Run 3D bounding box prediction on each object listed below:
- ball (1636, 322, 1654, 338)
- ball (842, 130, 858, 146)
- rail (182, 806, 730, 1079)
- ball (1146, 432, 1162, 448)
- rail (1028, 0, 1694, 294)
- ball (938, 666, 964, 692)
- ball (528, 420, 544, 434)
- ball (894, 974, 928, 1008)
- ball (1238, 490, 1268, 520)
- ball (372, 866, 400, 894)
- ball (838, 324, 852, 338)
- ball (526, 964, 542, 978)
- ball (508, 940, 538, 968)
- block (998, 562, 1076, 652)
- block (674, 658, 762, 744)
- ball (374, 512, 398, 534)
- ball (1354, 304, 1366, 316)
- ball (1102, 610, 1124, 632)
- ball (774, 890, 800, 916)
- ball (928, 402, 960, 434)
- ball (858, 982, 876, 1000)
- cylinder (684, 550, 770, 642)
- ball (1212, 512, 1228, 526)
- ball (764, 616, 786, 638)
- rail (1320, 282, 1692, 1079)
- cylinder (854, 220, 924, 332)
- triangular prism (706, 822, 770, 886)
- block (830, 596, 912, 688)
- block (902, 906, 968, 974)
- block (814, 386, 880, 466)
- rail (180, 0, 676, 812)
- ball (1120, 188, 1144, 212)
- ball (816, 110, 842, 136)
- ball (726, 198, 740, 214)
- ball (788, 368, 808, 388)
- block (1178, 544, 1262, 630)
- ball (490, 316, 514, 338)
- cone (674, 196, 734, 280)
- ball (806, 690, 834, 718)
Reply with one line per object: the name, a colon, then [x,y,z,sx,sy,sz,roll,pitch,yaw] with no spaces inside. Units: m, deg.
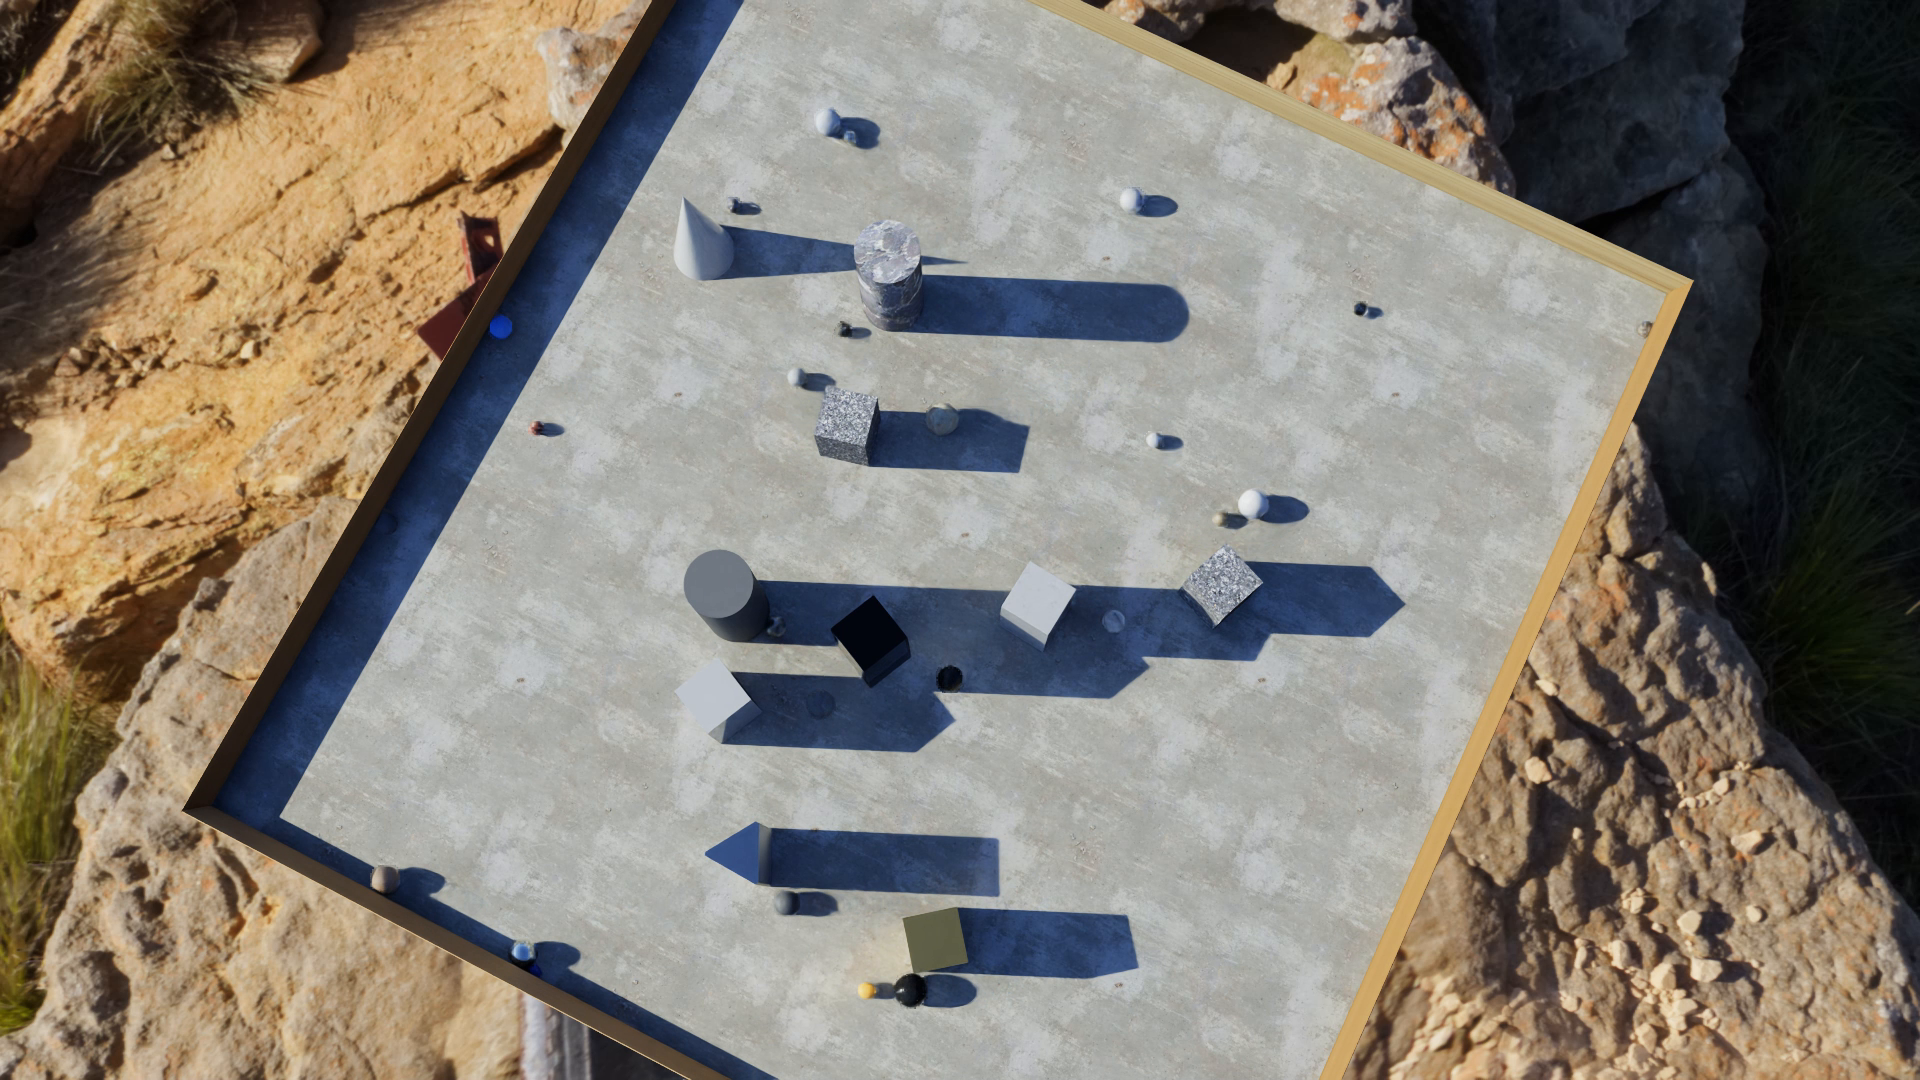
ball: [2.142,-0.657,5.726,0.052,0.052,0.052,0,78,0]
ball: [-0.351,-1.284,5.858,0.048,0.048,0.048,0,78,0]
rail: [-0.767,1.509,5.239,3.326,0.127,0.045,26,80,5]
ball: [0.600,-0.308,5.656,0.048,0.048,0.048,0,78,0]
rail: [0.767,-1.495,5.860,3.326,0.127,0.045,26,80,5]
ball: [-0.029,0.415,5.492,0.076,0.076,0.076,0,78,0]
ball: [-1.311,-0.348,5.666,0.043,0.043,0.043,0,78,0]
ball: [-0.143,1.303,5.297,0.097,0.097,0.097,0,78,0]
ball: [0.895,-0.108,5.592,0.091,0.091,0.091,0,78,0]
ball: [-1.682,0.997,5.368,0.082,0.082,0.082,0,78,0]
ball: [-0.362,-0.656,5.730,0.043,0.043,0.043,0,78,0]
ball: [-1.242,1.259,5.333,0.045,0.045,0.045,0,78,0]
ball: [-1.269,1.203,5.326,0.081,0.081,0.081,0,78,0]
block: [0.226,0.200,5.400,0.156,0.343,0.156,31,80,6]
block: [-0.703,0.473,5.359,0.156,0.312,0.156,-38,81,-7]
ball: [-1.752,-0.051,5.594,0.066,0.066,0.066,0,78,0]
ball: [1.254,-0.722,5.745,0.041,0.041,0.041,0,78,0]
ball: [0.463,0.244,5.532,0.067,0.067,0.067,0,78,0]
ball: [-0.504,1.062,5.359,0.075,0.075,0.075,0,78,0]
ball: [-0.052,-0.373,5.644,0.098,0.098,0.098,0,78,0]
ball: [-0.269,1.308,5.321,0.049,0.049,0.049,0,78,0]
cylinder: [-0.675,0.168,5.347,0.195,0.459,0.195,0,78,0]
ball: [0.796,-0.064,5.606,0.047,0.047,0.047,0,78,0]
ball: [-0.557,0.261,5.529,0.066,0.066,0.066,0,78,0]
rail: [1.466,0.725,5.401,0.045,0.127,3.477,26,80,5]
cylinder: [-0.211,-0.794,5.552,0.195,0.448,0.195,0,78,0]
triangular prism: [-0.598,0.882,5.250,0.169,0.361,0.146,29,80,6]
block: [-0.257,0.302,5.356,0.156,0.387,0.156,-38,81,-7]
block: [-0.069,1.143,5.243,0.156,0.269,0.156,-11,79,-2]
block: [-0.339,-0.343,5.560,0.156,0.249,0.156,13,79,3]
rail: [-1.466,-0.711,5.698,0.045,0.127,3.477,26,80,5]
ball: [0.544,-1.075,5.800,0.077,0.077,0.077,0,78,0]
ball: [-0.420,-1.331,5.849,0.084,0.084,0.084,0,78,0]
ball: [-0.719,-1.060,5.813,0.045,0.045,0.045,0,78,0]
ball: [-0.505,-0.501,5.690,0.060,0.060,0.060,0,78,0]
block: [0.772,0.142,5.457,0.156,0.255,0.156,-41,81,-8]
ball: [-1.432,-0.664,5.717,0.073,0.073,0.073,0,78,0]
cone: [-0.810,-0.960,5.583,0.195,0.455,0.195,0,78,0]
ball: [-0.418,0.489,5.471,0.086,0.086,0.086,0,78,0]
